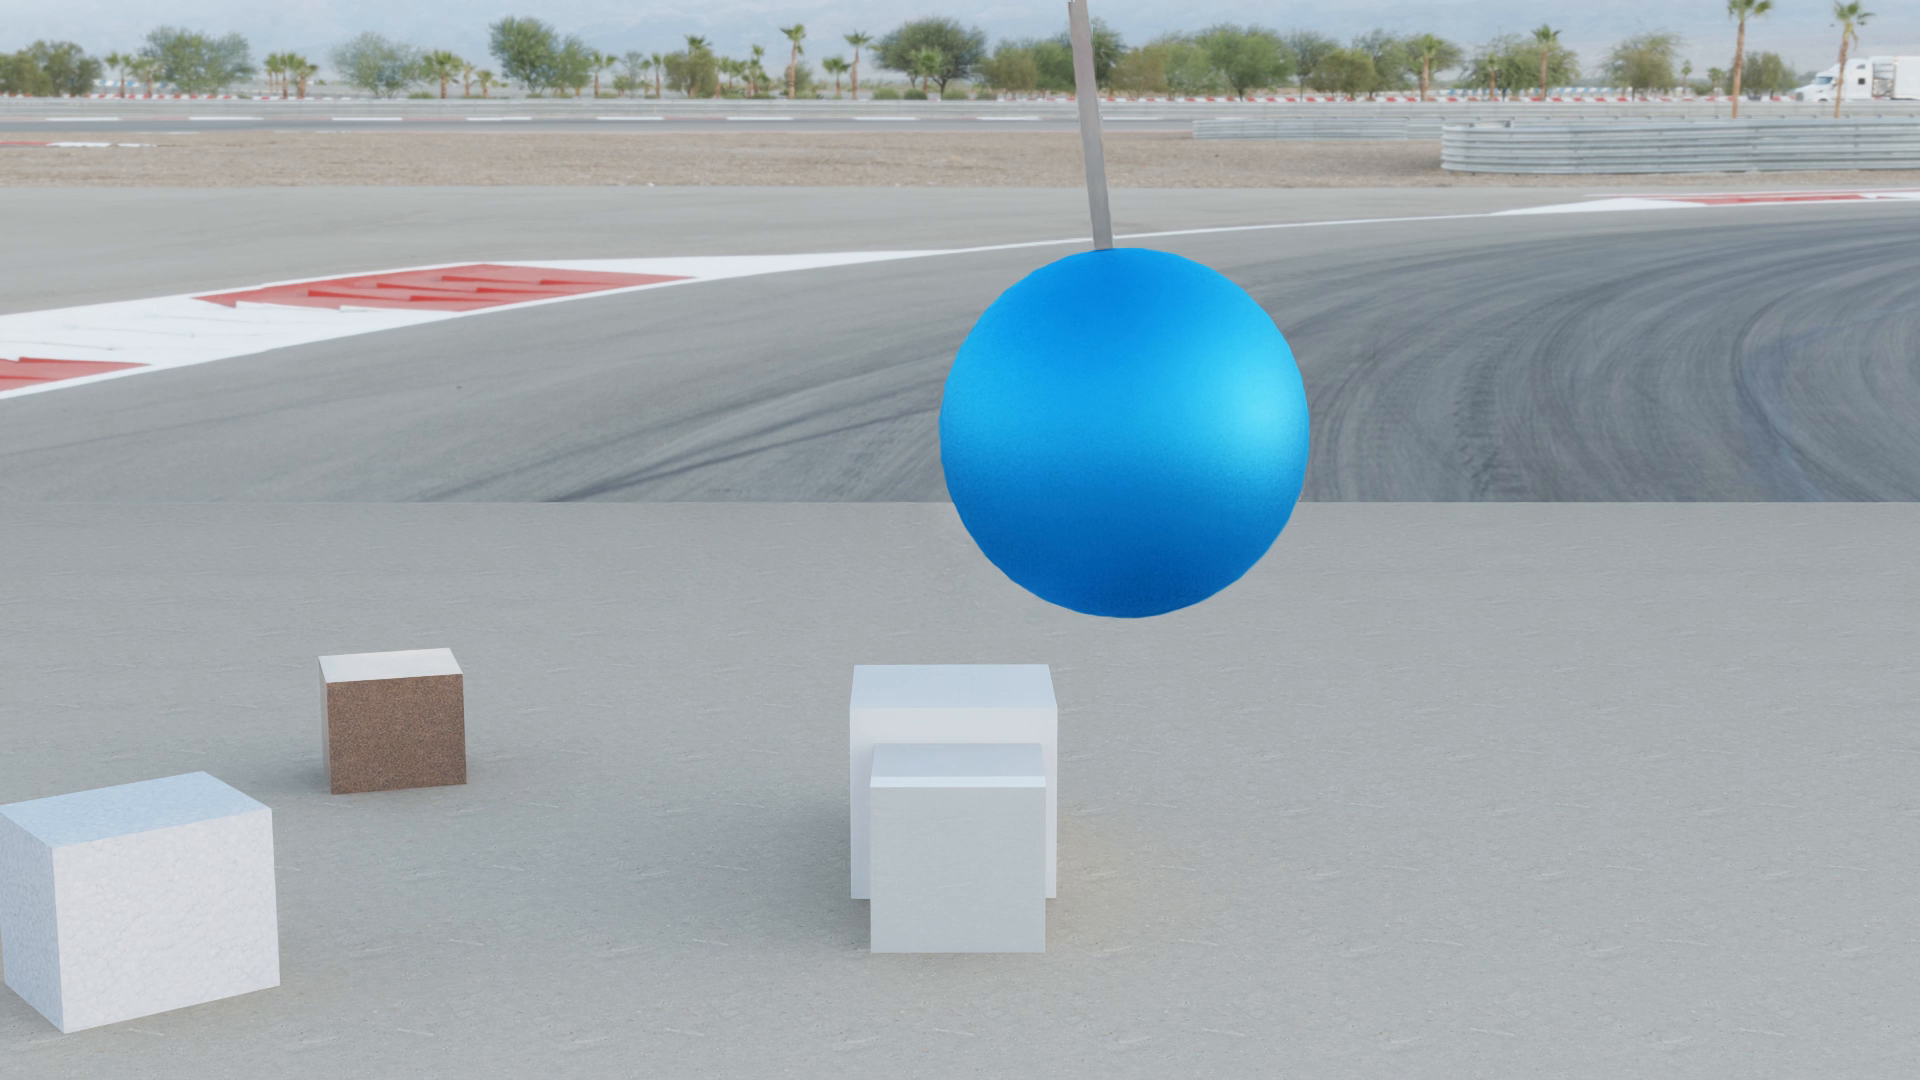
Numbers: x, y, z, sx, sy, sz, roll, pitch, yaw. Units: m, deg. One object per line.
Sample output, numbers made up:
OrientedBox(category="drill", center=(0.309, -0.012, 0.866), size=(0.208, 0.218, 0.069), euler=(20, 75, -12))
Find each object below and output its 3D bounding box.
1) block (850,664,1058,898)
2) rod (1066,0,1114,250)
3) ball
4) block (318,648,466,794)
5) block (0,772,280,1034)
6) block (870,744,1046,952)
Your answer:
OrientedBox(category="block", center=(-0.033, 1.058, 11.390), size=(0.883, 0.844, 0.814), euler=(0, 10, -1))
OrientedBox(category="rod", center=(0.307, -3.783, 10.492), size=(0.080, 5.200, 0.080), euler=(-7, 10, 1))
OrientedBox(category="ball", center=(0.708, -0.462, 11.096), size=(1.600, 1.600, 1.600), euler=(0, 10, 0))
OrientedBox(category="block", center=(-2.875, 0.908, 12.981), size=(0.660, 0.568, 0.603), euler=(-3, 11, -17))
OrientedBox(category="block", center=(-3.195, 1.384, 9.959), size=(0.840, 0.714, 0.685), euler=(-8, 13, -37))
OrientedBox(category="block", center=(-0.008, 1.268, 10.654), size=(0.705, 0.693, 0.676), euler=(0, 10, 0))
